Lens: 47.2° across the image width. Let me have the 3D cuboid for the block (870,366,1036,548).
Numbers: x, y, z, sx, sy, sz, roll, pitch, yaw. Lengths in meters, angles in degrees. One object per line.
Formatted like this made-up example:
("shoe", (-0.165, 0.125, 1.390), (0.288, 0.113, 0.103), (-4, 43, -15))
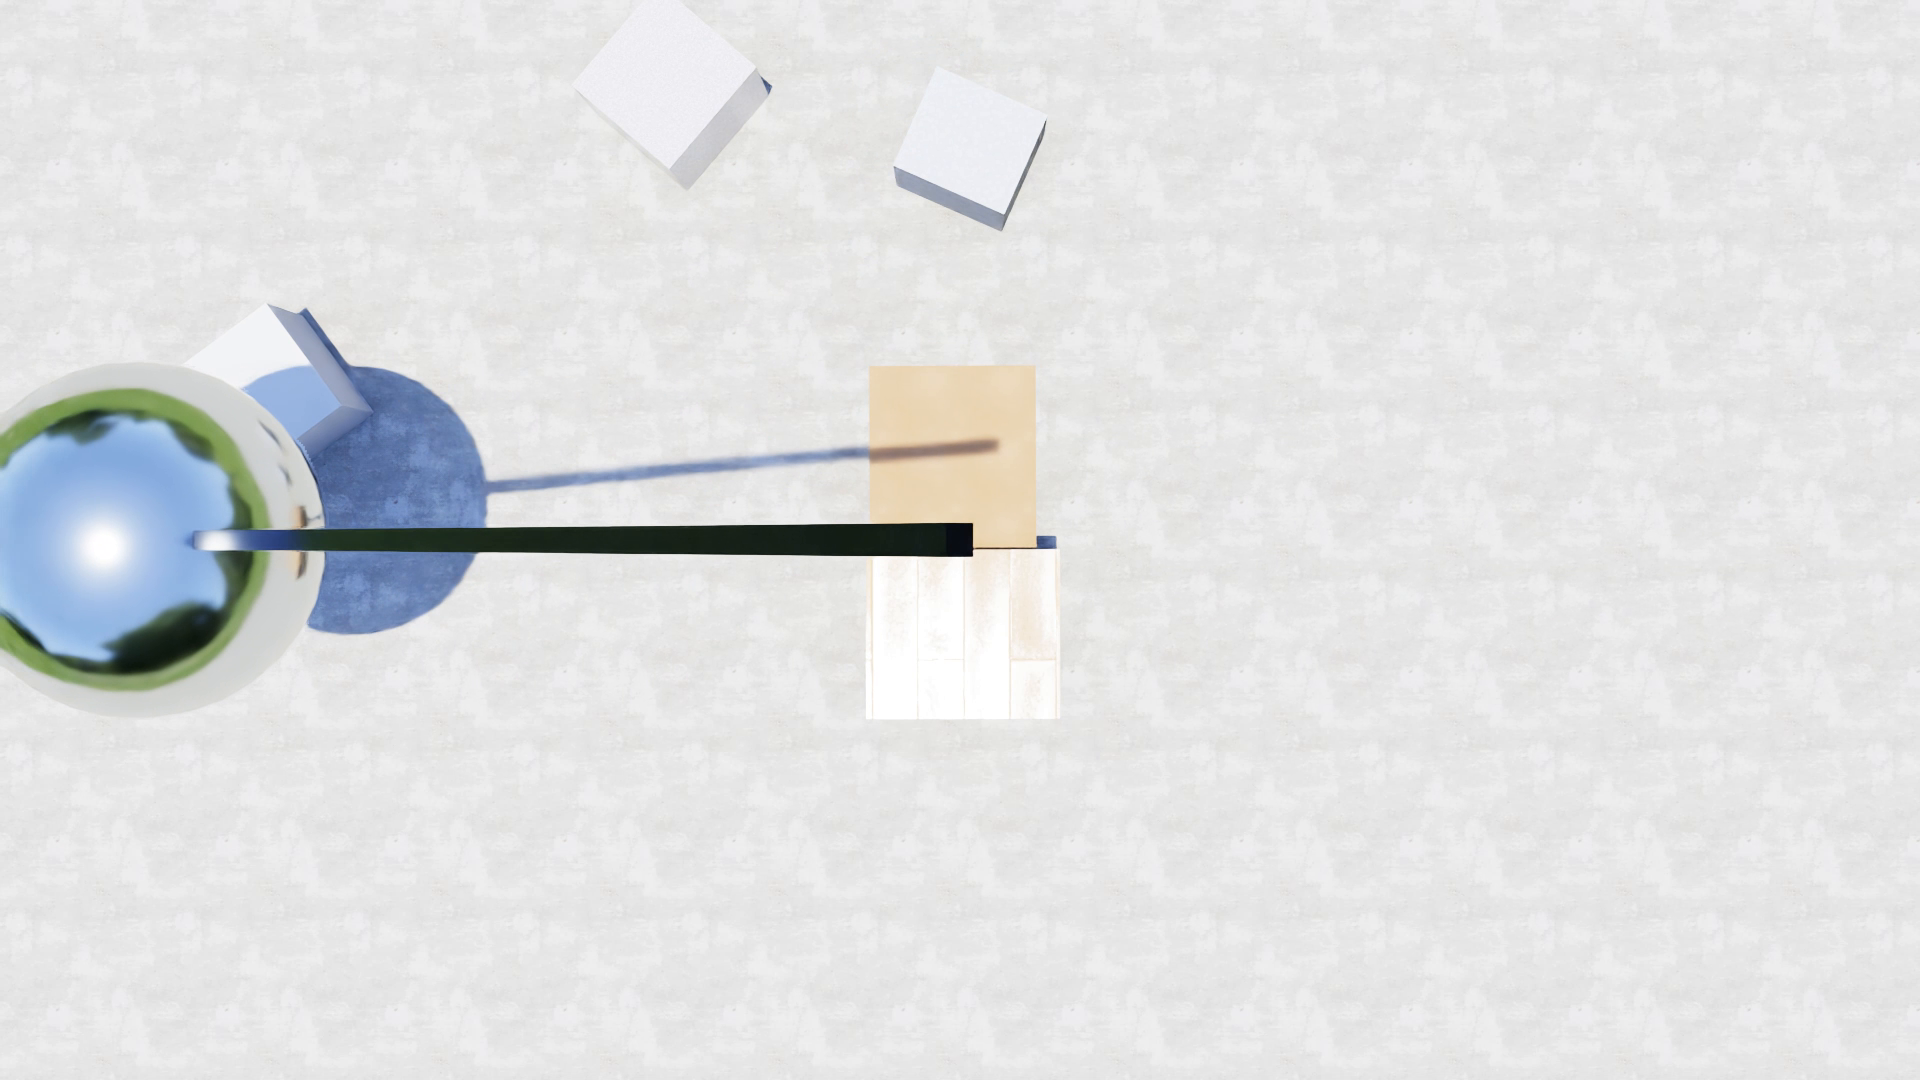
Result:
("block", (-0.040, -0.457, 12.559), (0.918, 0.883, 1.010), (0, 90, 0))

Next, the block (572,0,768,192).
("block", (-1.643, -2.574, 12.599), (0.716, 0.801, 0.745), (41, 90, 0))

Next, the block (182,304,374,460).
("block", (-3.994, -0.803, 12.653), (0.799, 0.694, 0.713), (-36, 90, 0))

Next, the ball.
("ball", (-3.662, 0.000, 9.855), (1.600, 1.600, 1.600), (0, 90, 0))

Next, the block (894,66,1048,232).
("block", (0.058, -2.234, 12.645), (0.679, 0.711, 0.607), (24, 90, 0))

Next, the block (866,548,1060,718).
("block", (0.017, 0.511, 12.470), (1.052, 1.060, 0.917), (0, 90, 0))

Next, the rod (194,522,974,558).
("rod", (-1.587, 0.000, 7.162), (0.080, 5.200, 0.080), (0, 90, -38))
